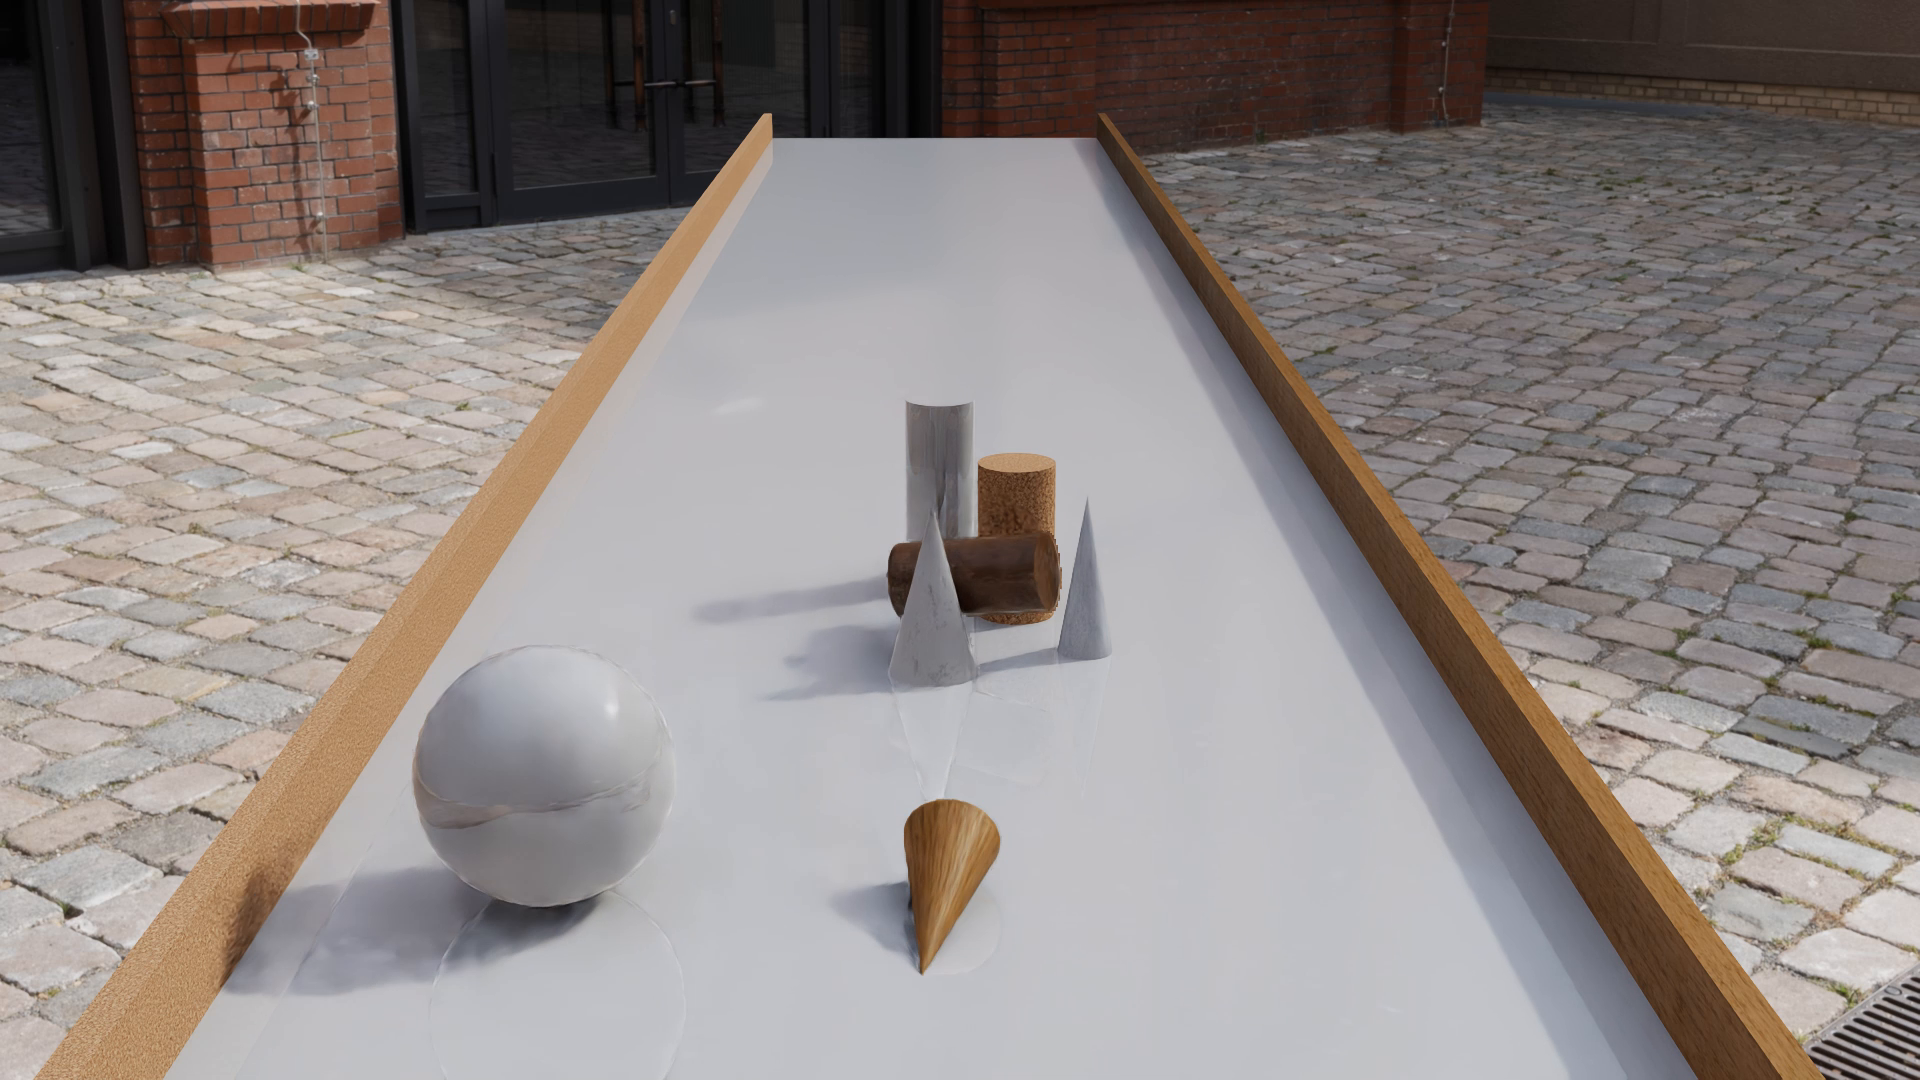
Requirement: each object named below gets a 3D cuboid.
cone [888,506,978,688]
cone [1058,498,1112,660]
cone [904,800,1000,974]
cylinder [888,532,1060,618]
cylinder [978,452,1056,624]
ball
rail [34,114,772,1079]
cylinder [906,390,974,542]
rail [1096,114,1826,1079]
[{"bbox_3d":[-0.054,0.095,4.301,0.177,0.346,0.177,0,17,0],"label":"cone"},{"bbox_3d":[0.254,0.068,4.421,0.111,0.328,0.111,0,17,0],"label":"cone"},{"bbox_3d":[-0.033,0.543,3.272,0.152,0.152,0.320,2,30,7],"label":"cone"},{"bbox_3d":[0.027,0.072,4.407,0.311,0.155,0.155,-4,14,21],"label":"cylinder"},{"bbox_3d":[0.119,-0.004,4.658,0.164,0.331,0.164,0,17,0],"label":"cylinder"},{"bbox_3d":[-0.629,0.355,3.336,0.396,0.396,0.396,0,17,0],"label":"ball"},{"bbox_3d":[-1.118,-0.838,7.780,0.050,0.150,12.000,0,17,-1],"label":"rail"},{"bbox_3d":[-0.044,-0.111,4.869,0.153,0.416,0.153,0,17,0],"label":"cylinder"},{"bbox_3d":[0.932,-0.844,7.801,0.050,0.150,12.000,0,17,-1],"label":"rail"}]
